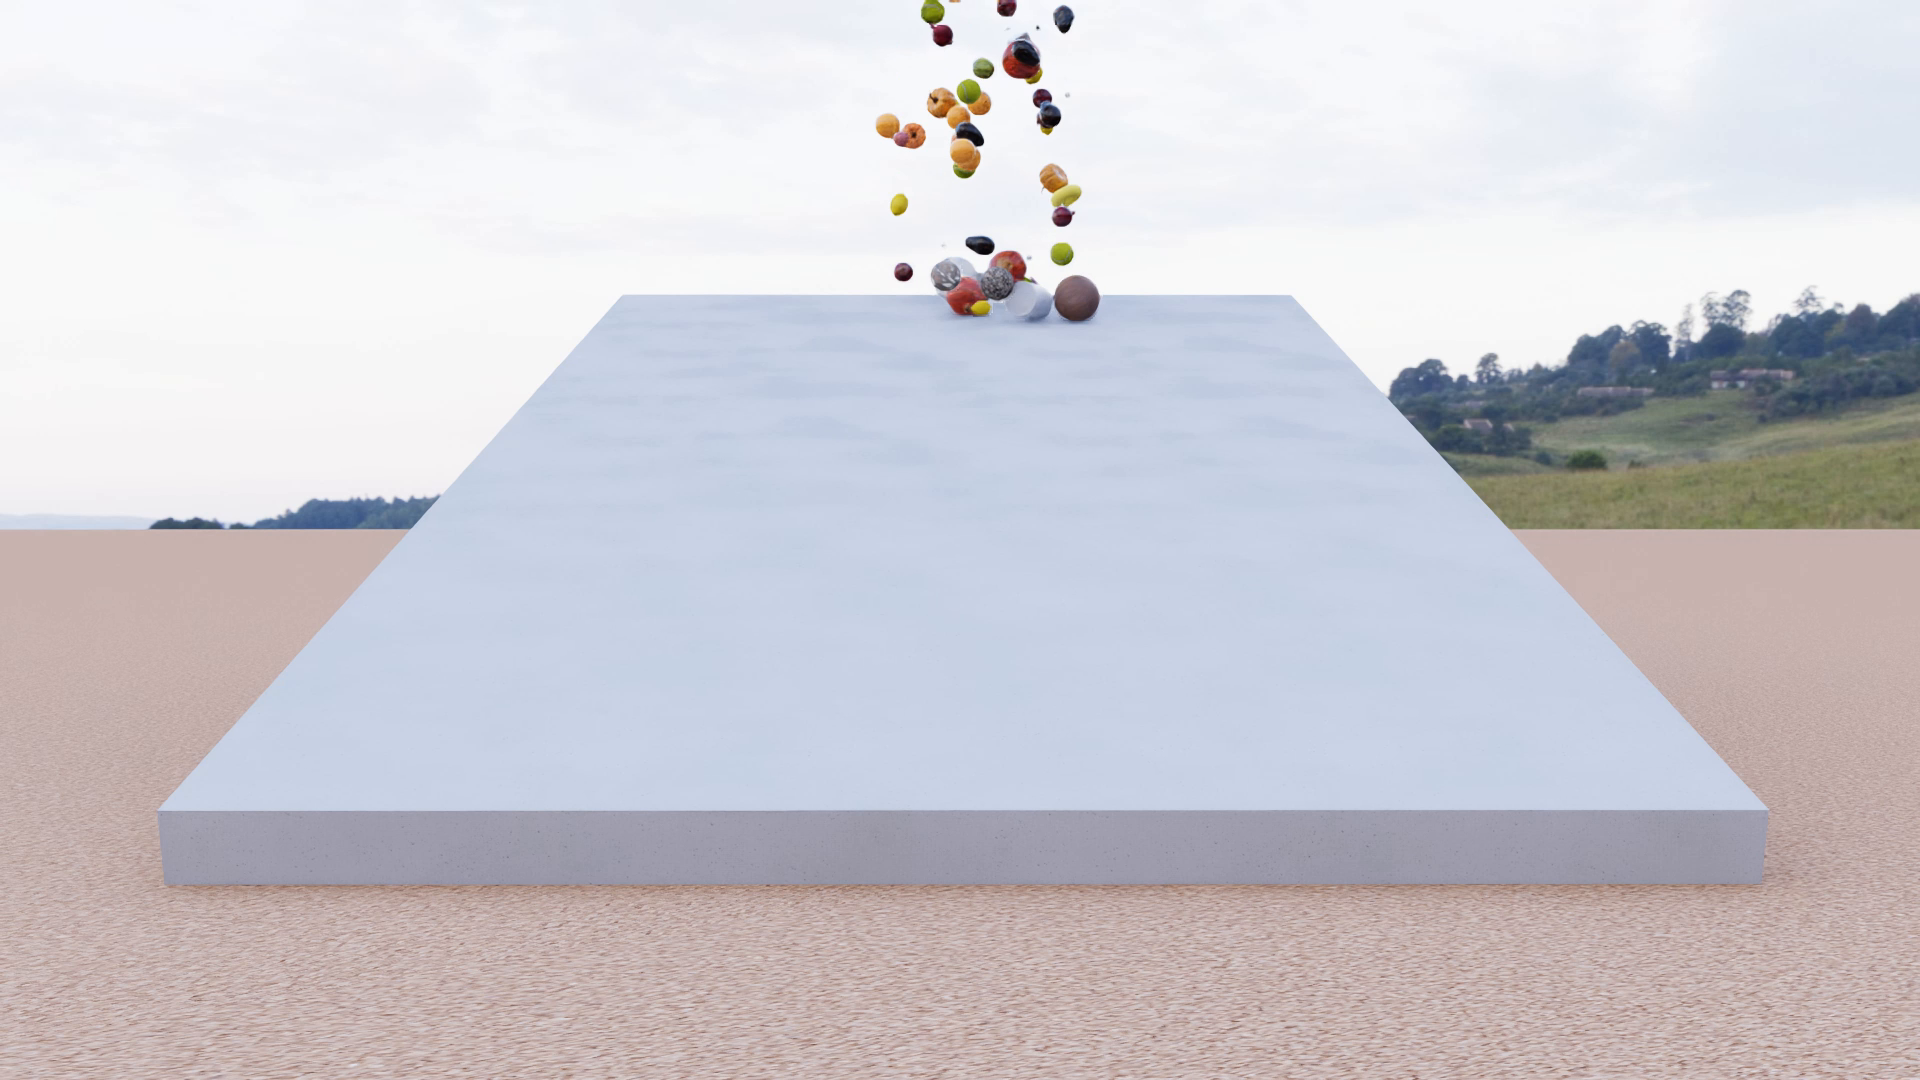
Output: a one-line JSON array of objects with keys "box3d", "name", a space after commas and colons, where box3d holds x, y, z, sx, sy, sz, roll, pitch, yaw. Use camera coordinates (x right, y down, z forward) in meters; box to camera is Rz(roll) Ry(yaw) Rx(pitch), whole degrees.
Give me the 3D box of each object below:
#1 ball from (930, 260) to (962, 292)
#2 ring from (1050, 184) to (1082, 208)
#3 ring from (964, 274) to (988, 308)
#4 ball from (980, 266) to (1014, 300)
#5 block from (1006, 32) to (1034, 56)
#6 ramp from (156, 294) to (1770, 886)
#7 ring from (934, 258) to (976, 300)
[{"box3d": [-0.039, -0.725, 6.045, 0.085, 0.085, 0.085, 0, 0, 0], "name": "ball"}, {"box3d": [0.311, -1.005, 6.427, 0.098, 0.033, 0.098, -22, -14, -6], "name": "ring"}, {"box3d": [0.052, -0.718, 6.335, 0.036, 0.107, 0.107, 24, -12, -31], "name": "ring"}, {"box3d": [0.102, -0.706, 6.058, 0.093, 0.093, 0.093, 0, 0, 0], "name": "ball"}, {"box3d": [0.179, -1.470, 6.516, 0.051, 0.051, 0.051, -36, 23, -18], "name": "block"}, {"box3d": [-0.002, -0.152, 4.669, 2.000, 0.100, 4.000, 0, 16, 0], "name": "ramp"}, {"box3d": [-0.014, -0.767, 6.465, 0.134, 0.134, 0.045, 0, -11, 15], "name": "ring"}]
